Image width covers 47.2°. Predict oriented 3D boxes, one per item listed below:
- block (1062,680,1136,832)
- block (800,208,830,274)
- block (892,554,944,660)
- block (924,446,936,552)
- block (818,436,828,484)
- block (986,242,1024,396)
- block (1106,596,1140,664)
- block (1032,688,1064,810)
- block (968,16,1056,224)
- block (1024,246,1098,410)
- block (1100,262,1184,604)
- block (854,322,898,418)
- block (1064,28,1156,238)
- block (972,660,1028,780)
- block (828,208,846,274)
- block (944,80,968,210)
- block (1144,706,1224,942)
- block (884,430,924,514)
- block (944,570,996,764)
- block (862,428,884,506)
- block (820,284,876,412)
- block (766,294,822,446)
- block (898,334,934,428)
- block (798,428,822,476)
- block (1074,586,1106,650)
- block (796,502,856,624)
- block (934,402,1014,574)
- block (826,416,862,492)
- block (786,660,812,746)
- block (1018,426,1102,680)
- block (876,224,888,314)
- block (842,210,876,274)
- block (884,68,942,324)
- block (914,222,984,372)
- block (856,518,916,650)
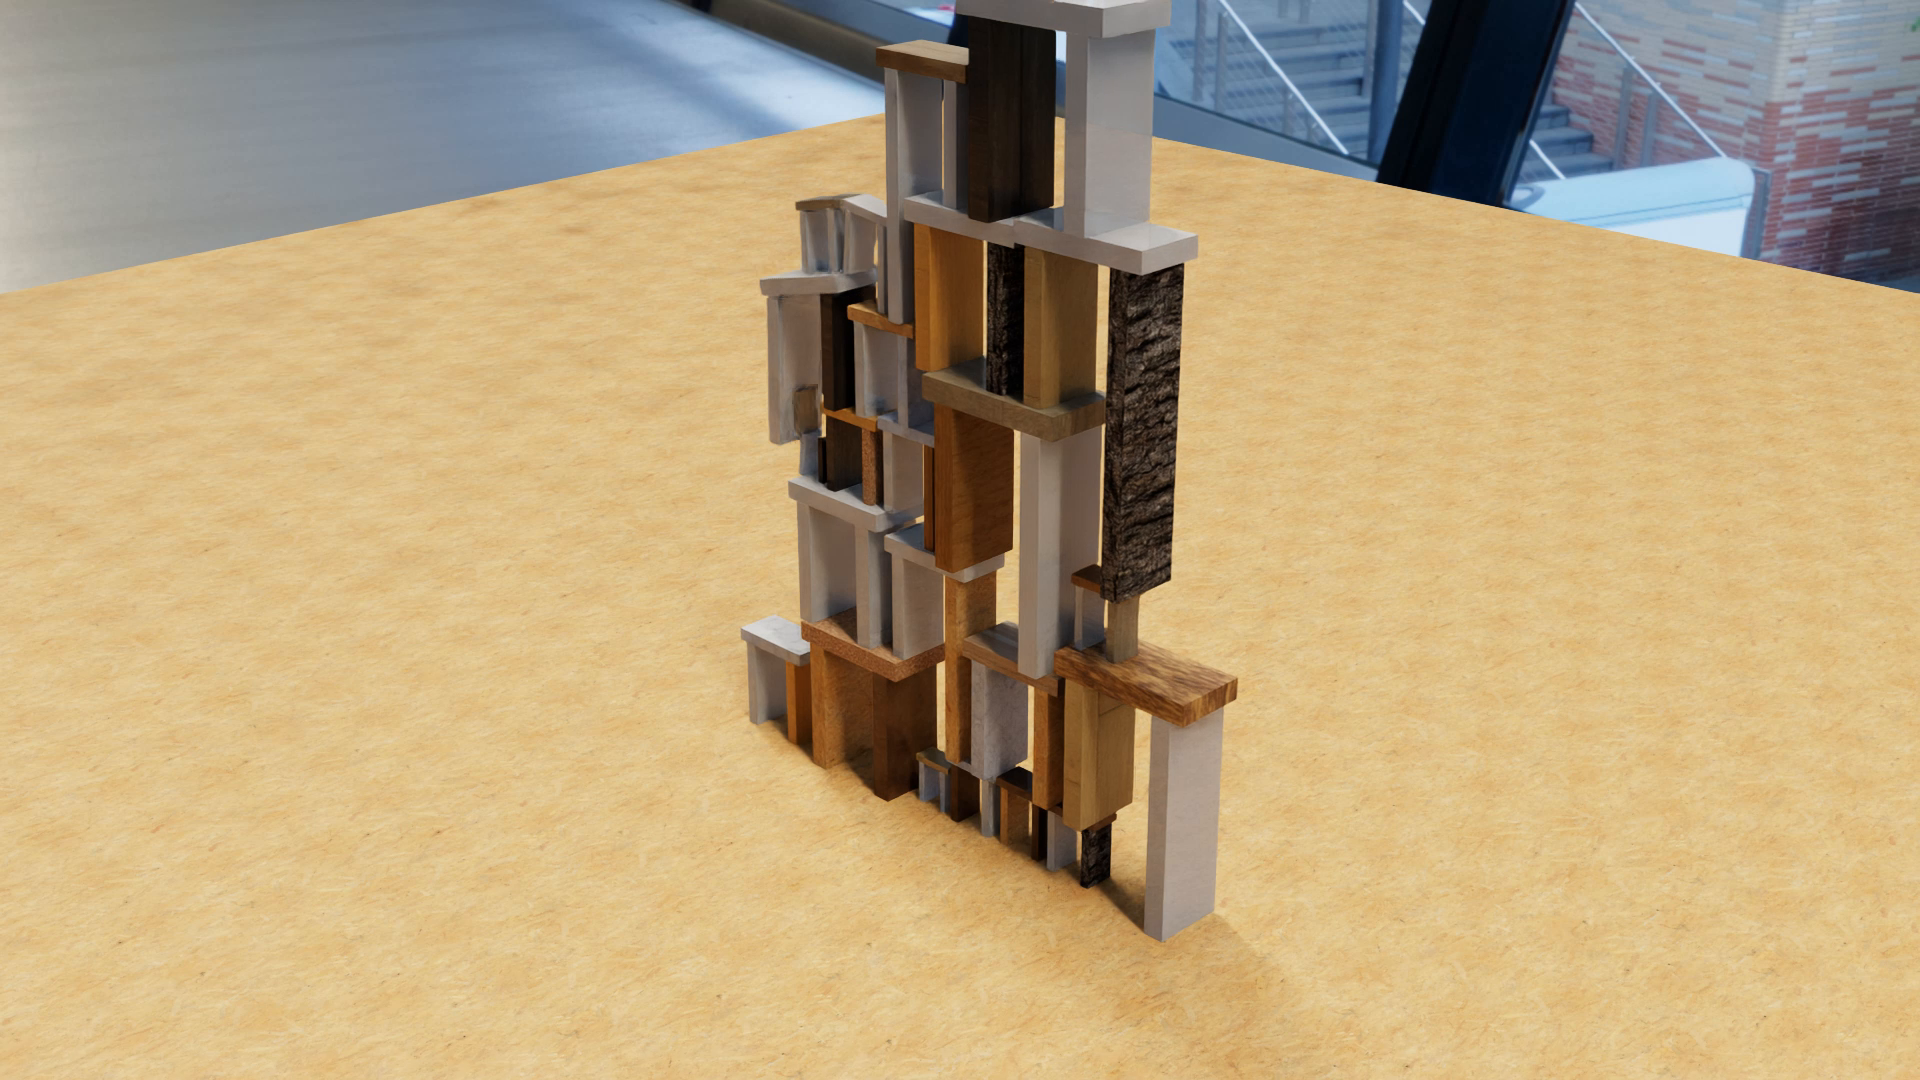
[{"bbox_3d":[0.261,0.377,4.102,0.043,0.304,0.152,21,31,40],"label":"block"},{"bbox_3d":[-0.281,-0.584,4.283,0.017,0.123,0.062,20,30,41],"label":"block"},{"bbox_3d":[-0.083,0.118,4.371,0.031,0.221,0.111,21,31,41],"label":"block"},{"bbox_3d":[-0.031,-0.090,4.223,0.024,0.215,0.084,21,31,41],"label":"block"},{"bbox_3d":[-0.264,-0.165,4.436,0.013,0.093,0.046,21,31,41],"label":"block"},{"bbox_3d":[0.110,-0.409,3.932,0.138,0.276,0.039,-21,31,-40],"label":"block"},{"bbox_3d":[0.294,0.155,3.965,0.063,0.125,0.018,-19,29,-37],"label":"block"},{"bbox_3d":[0.194,0.376,4.176,0.124,0.247,0.035,-21,31,-40],"label":"block"},{"bbox_3d":[0.091,-0.738,3.808,0.167,0.349,0.047,-21,31,-40],"label":"block"},{"bbox_3d":[0.177,-0.386,3.862,0.145,0.290,0.041,-21,31,-40],"label":"block"},{"bbox_3d":[0.314,-0.190,3.799,0.145,0.603,0.041,-22,32,-40],"label":"block"},{"bbox_3d":[-0.162,-0.340,4.258,0.026,0.192,0.090,21,31,41],"label":"block"},{"bbox_3d":[0.248,-0.684,3.659,0.167,0.334,0.047,-22,31,-40],"label":"block"},{"bbox_3d":[0.078,0.332,4.283,0.035,0.250,0.124,21,31,40],"label":"block"},{"bbox_3d":[-0.224,-0.580,4.224,0.017,0.123,0.062,20,30,41],"label":"block"},{"bbox_3d":[0.022,-0.709,3.896,0.113,0.226,0.032,-21,31,-40],"label":"block"},{"bbox_3d":[0.407,0.501,4.000,0.152,0.453,0.043,-21,31,-41],"label":"block"},{"bbox_3d":[-0.110,-0.142,4.287,0.024,0.168,0.084,21,31,41],"label":"block"},{"bbox_3d":[0.021,0.240,4.310,0.111,0.398,0.031,-21,31,-41],"label":"block"},{"bbox_3d":[-0.155,-0.153,4.325,0.022,0.158,0.079,21,31,41],"label":"block"},{"bbox_3d":[-0.216,-0.378,4.297,0.116,0.232,0.033,-21,31,-41],"label":"block"},{"bbox_3d":[-0.332,-0.351,4.431,0.033,0.307,0.116,23,33,39],"label":"block"},{"bbox_3d":[-0.077,-0.311,4.177,0.026,0.181,0.090,21,31,41],"label":"block"},{"bbox_3d":[-0.304,-0.180,4.472,0.046,0.093,0.013,-21,38,-41],"label":"block"},{"bbox_3d":[0.237,0.133,4.016,0.018,0.125,0.063,21,30,40],"label":"block"},{"bbox_3d":[-0.271,0.029,4.529,0.037,0.262,0.131,21,31,41],"label":"block"},{"bbox_3d":[0.028,-0.117,4.140,0.165,0.329,0.047,-21,31,-41],"label":"block"},{"bbox_3d":[-0.230,-0.182,4.394,0.022,0.158,0.079,21,31,41],"label":"block"},{"bbox_3d":[-0.326,0.335,4.724,0.027,0.194,0.097,21,31,41],"label":"block"},{"bbox_3d":[0.182,0.010,4.025,0.165,0.474,0.047,-21,31,-40],"label":"block"},{"bbox_3d":[-0.128,-0.515,4.141,0.018,0.171,0.062,22,31,40],"label":"block"},{"bbox_3d":[-0.191,-0.572,4.184,0.062,0.124,0.018,-18,34,-38],"label":"block"},{"bbox_3d":[-0.083,-0.637,4.042,0.032,0.472,0.113,21,31,41],"label":"block"},{"bbox_3d":[-0.020,-0.460,4.053,0.138,0.276,0.039,-21,31,-40],"label":"block"},{"bbox_3d":[-0.147,0.077,4.416,0.037,0.262,0.131,21,31,41],"label":"block"}]
